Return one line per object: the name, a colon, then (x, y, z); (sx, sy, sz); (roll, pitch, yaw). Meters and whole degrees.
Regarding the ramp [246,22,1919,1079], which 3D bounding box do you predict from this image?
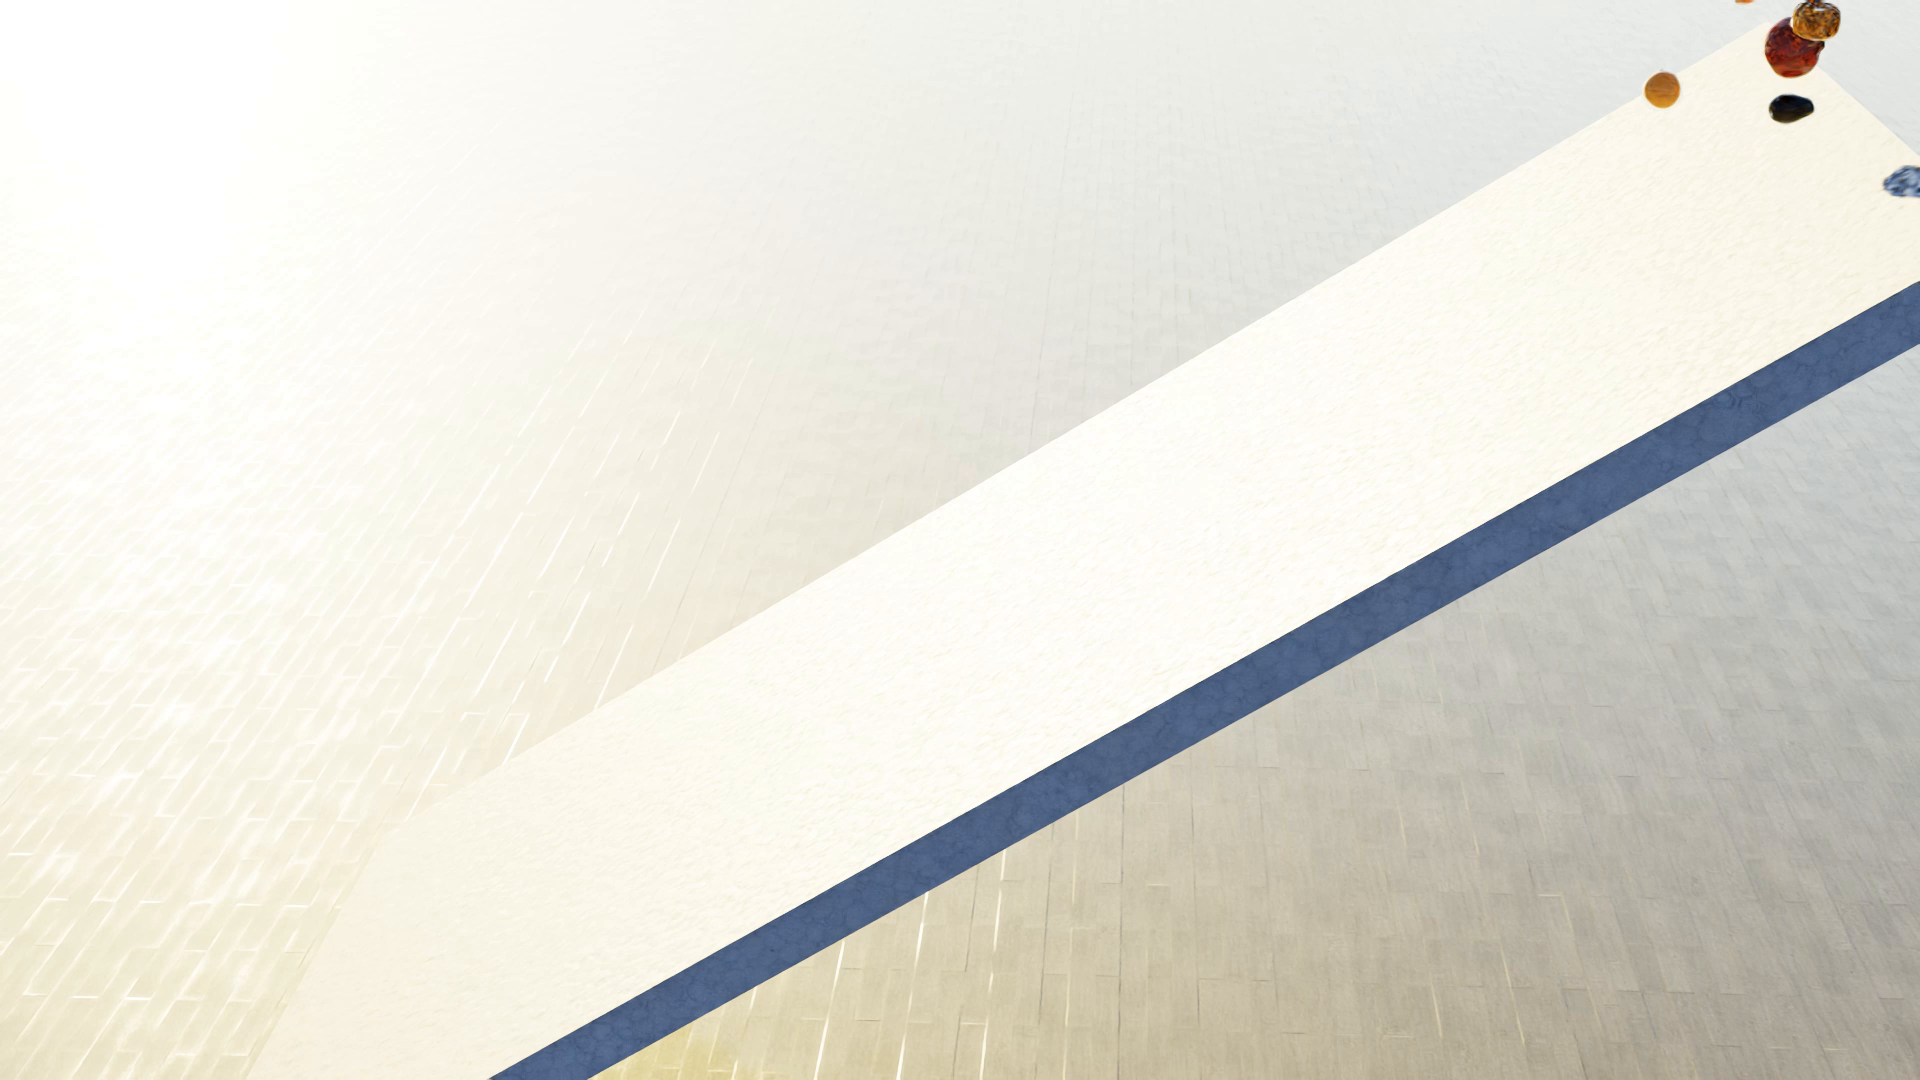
ramp: (0.140, 0.170, 6.293); (4.000, 0.100, 2.000); (-30, 15, 13)
